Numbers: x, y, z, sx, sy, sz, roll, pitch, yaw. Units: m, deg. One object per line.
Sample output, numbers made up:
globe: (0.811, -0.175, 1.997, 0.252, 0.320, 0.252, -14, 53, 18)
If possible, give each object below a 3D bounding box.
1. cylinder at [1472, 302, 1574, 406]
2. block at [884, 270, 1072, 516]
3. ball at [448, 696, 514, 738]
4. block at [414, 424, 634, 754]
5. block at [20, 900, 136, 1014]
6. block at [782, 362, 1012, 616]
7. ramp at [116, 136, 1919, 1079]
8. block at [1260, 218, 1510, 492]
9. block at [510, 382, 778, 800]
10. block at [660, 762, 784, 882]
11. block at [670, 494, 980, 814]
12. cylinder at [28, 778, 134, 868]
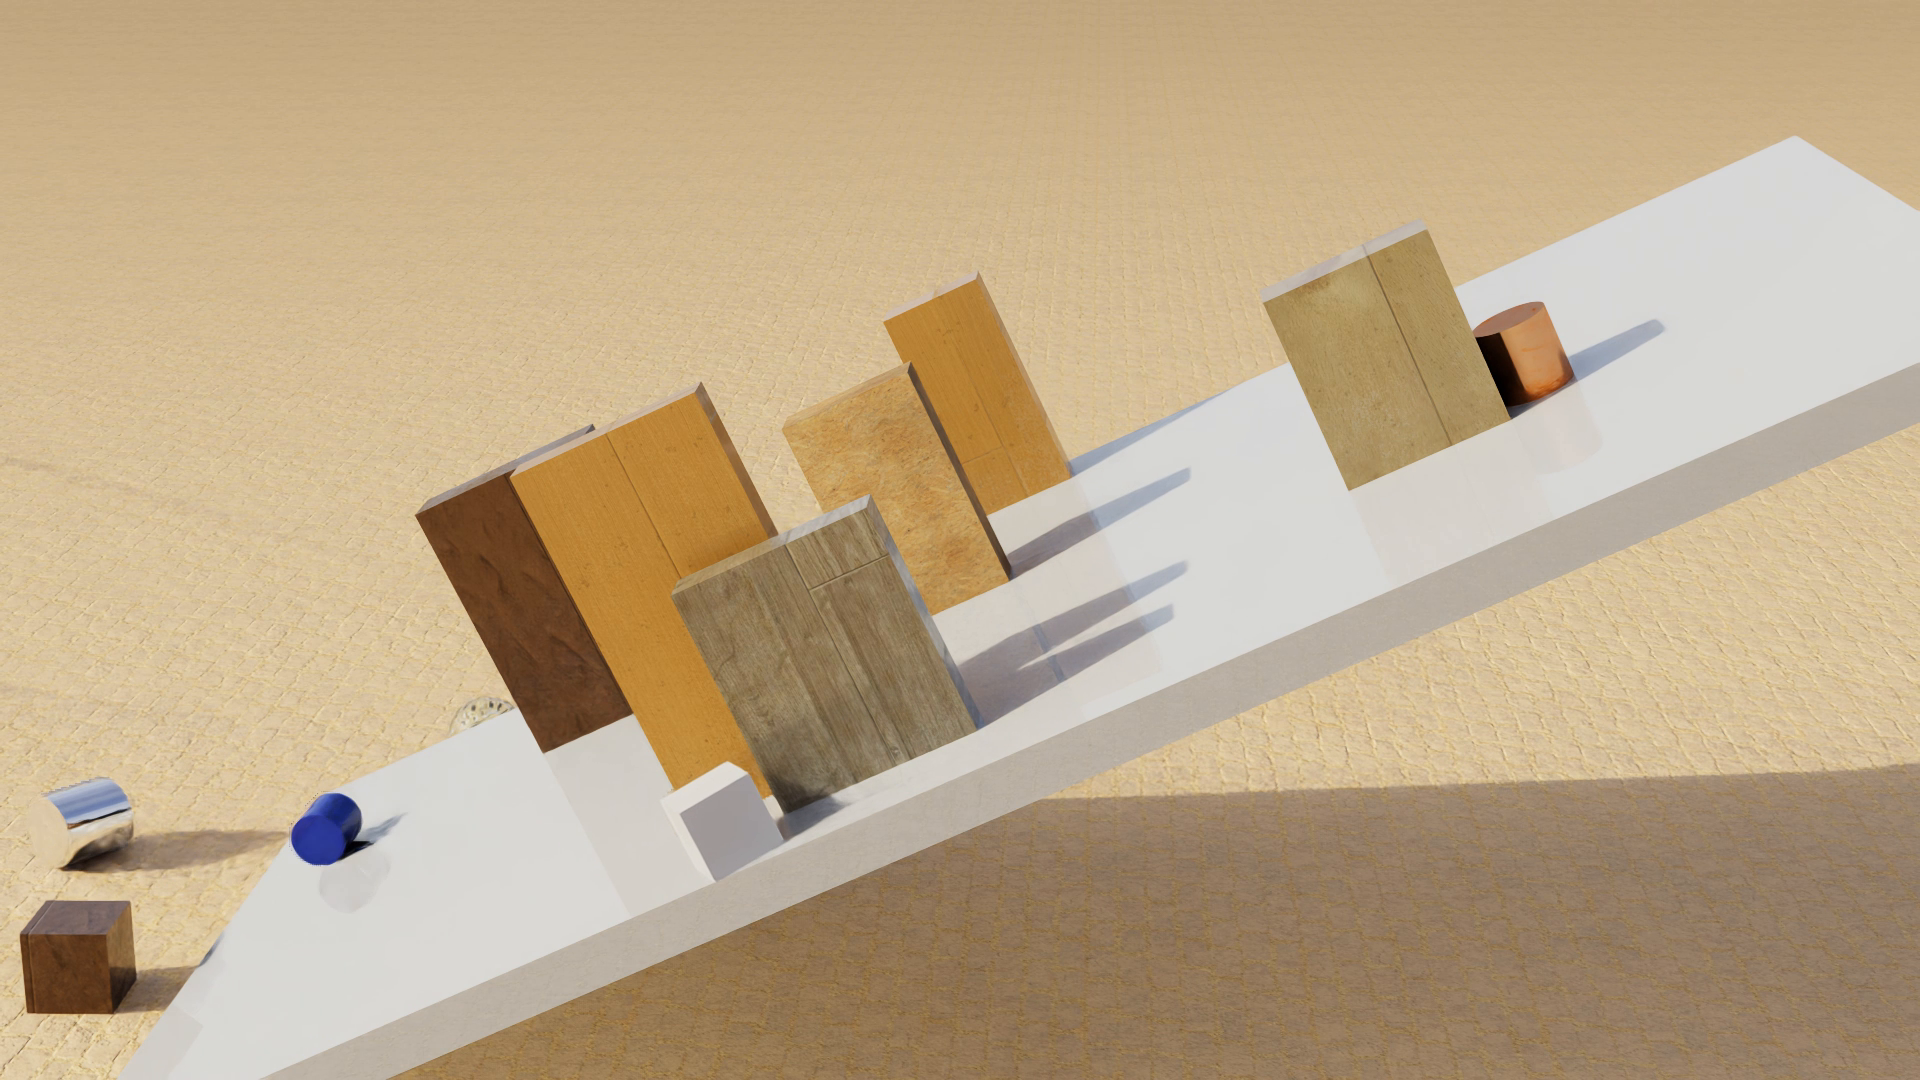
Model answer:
cylinder: (1.133, -0.375, 5.923, 0.157, 0.157, 0.157, -25, 13, 6)
block: (0.045, -0.347, 7.048, 0.244, 0.532, 0.115, -24, 13, 9)
ball: (-1.277, 0.527, 7.951, 0.209, 0.209, 0.209, 0, 16, 0)
block: (-0.913, 0.116, 6.845, 0.437, 0.638, 0.135, -24, 13, 9)
block: (-1.966, 0.930, 6.565, 0.191, 0.191, 0.191, 0, 16, 1)
block: (-0.136, -0.090, 6.436, 0.301, 0.515, 0.118, -24, 13, 9)
ramp: (0.136, 0.169, 6.282, 4.000, 0.100, 2.000, -24, 13, 9)
block: (0.846, -0.369, 5.860, 0.348, 0.421, 0.127, -24, 13, 9)
block: (-0.507, 0.131, 5.697, 0.397, 0.784, 0.096, -24, 13, 9)
block: (-0.443, 0.522, 5.469, 0.148, 0.148, 0.148, -30, 14, -15)
block: (-0.251, 0.218, 5.551, 0.407, 0.479, 0.103, -24, 13, 9)
cylinder: (-2.198, 0.708, 7.357, 0.183, 0.183, 0.183, 13, 20, 39)
